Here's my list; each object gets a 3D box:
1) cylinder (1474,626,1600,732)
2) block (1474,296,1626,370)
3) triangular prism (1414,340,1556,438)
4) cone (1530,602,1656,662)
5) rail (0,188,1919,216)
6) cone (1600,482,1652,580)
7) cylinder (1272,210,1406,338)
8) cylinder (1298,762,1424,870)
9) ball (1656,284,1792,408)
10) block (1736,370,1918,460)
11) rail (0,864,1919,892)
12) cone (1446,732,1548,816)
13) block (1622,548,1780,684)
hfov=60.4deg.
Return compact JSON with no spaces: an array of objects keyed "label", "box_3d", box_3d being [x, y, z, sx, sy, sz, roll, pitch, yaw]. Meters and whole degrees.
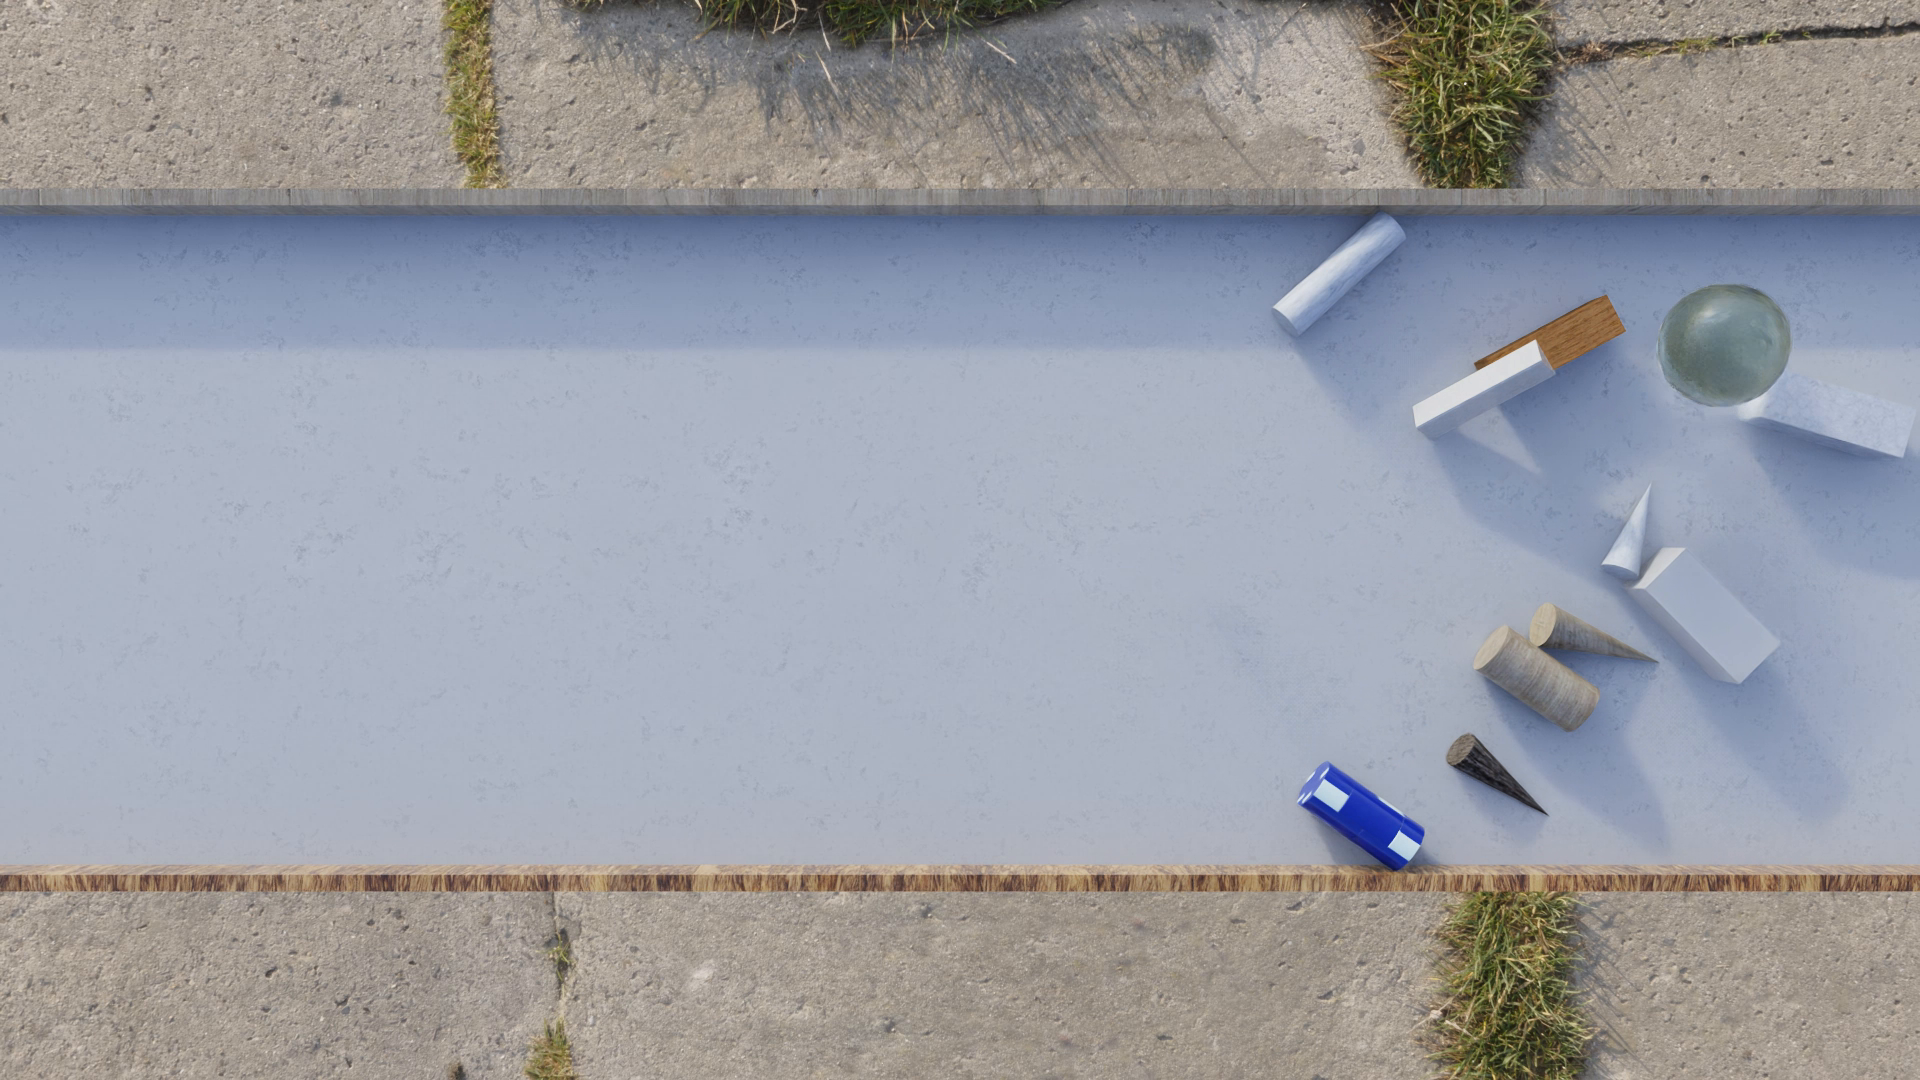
[{"label":"cylinder","box_3d":[1.745,0.420,4.995,0.335,0.163,0.163,35,90,0]},{"label":"block","box_3d":[1.791,-0.585,5.014,0.409,0.126,0.126,-28,90,0]},{"label":"triangular prism","box_3d":[1.556,-0.440,4.929,0.409,0.101,0.117,-30,89,28]},{"label":"cone","box_3d":[1.962,0.317,5.043,0.412,0.137,0.137,18,90,-9]},{"label":"rail","box_3d":[-2.247,-1.025,5.002,12.000,0.150,0.050,0,90,0]},{"label":"cone","box_3d":[2.069,-0.042,5.048,0.115,0.115,0.311,24,80,0]},{"label":"cylinder","box_3d":[1.151,-0.809,5.017,0.438,0.120,0.120,-42,90,0]},{"label":"cylinder","box_3d":[1.214,0.835,4.995,0.349,0.160,0.160,35,90,0]},{"label":"ball","box_3d":[2.264,-0.577,4.893,0.367,0.367,0.367,0,90,0]},{"label":"block","box_3d":[2.624,-0.380,5.000,0.442,0.153,0.153,16,90,0]},{"label":"rail","box_3d":[-2.247,1.025,5.001,12.000,0.150,0.050,0,90,0]},{"label":"cone","box_3d":[1.669,0.743,5.047,0.367,0.118,0.118,36,90,-9]},{"label":"block","box_3d":[2.238,0.226,4.990,0.172,0.172,0.400,-45,90,0]}]
